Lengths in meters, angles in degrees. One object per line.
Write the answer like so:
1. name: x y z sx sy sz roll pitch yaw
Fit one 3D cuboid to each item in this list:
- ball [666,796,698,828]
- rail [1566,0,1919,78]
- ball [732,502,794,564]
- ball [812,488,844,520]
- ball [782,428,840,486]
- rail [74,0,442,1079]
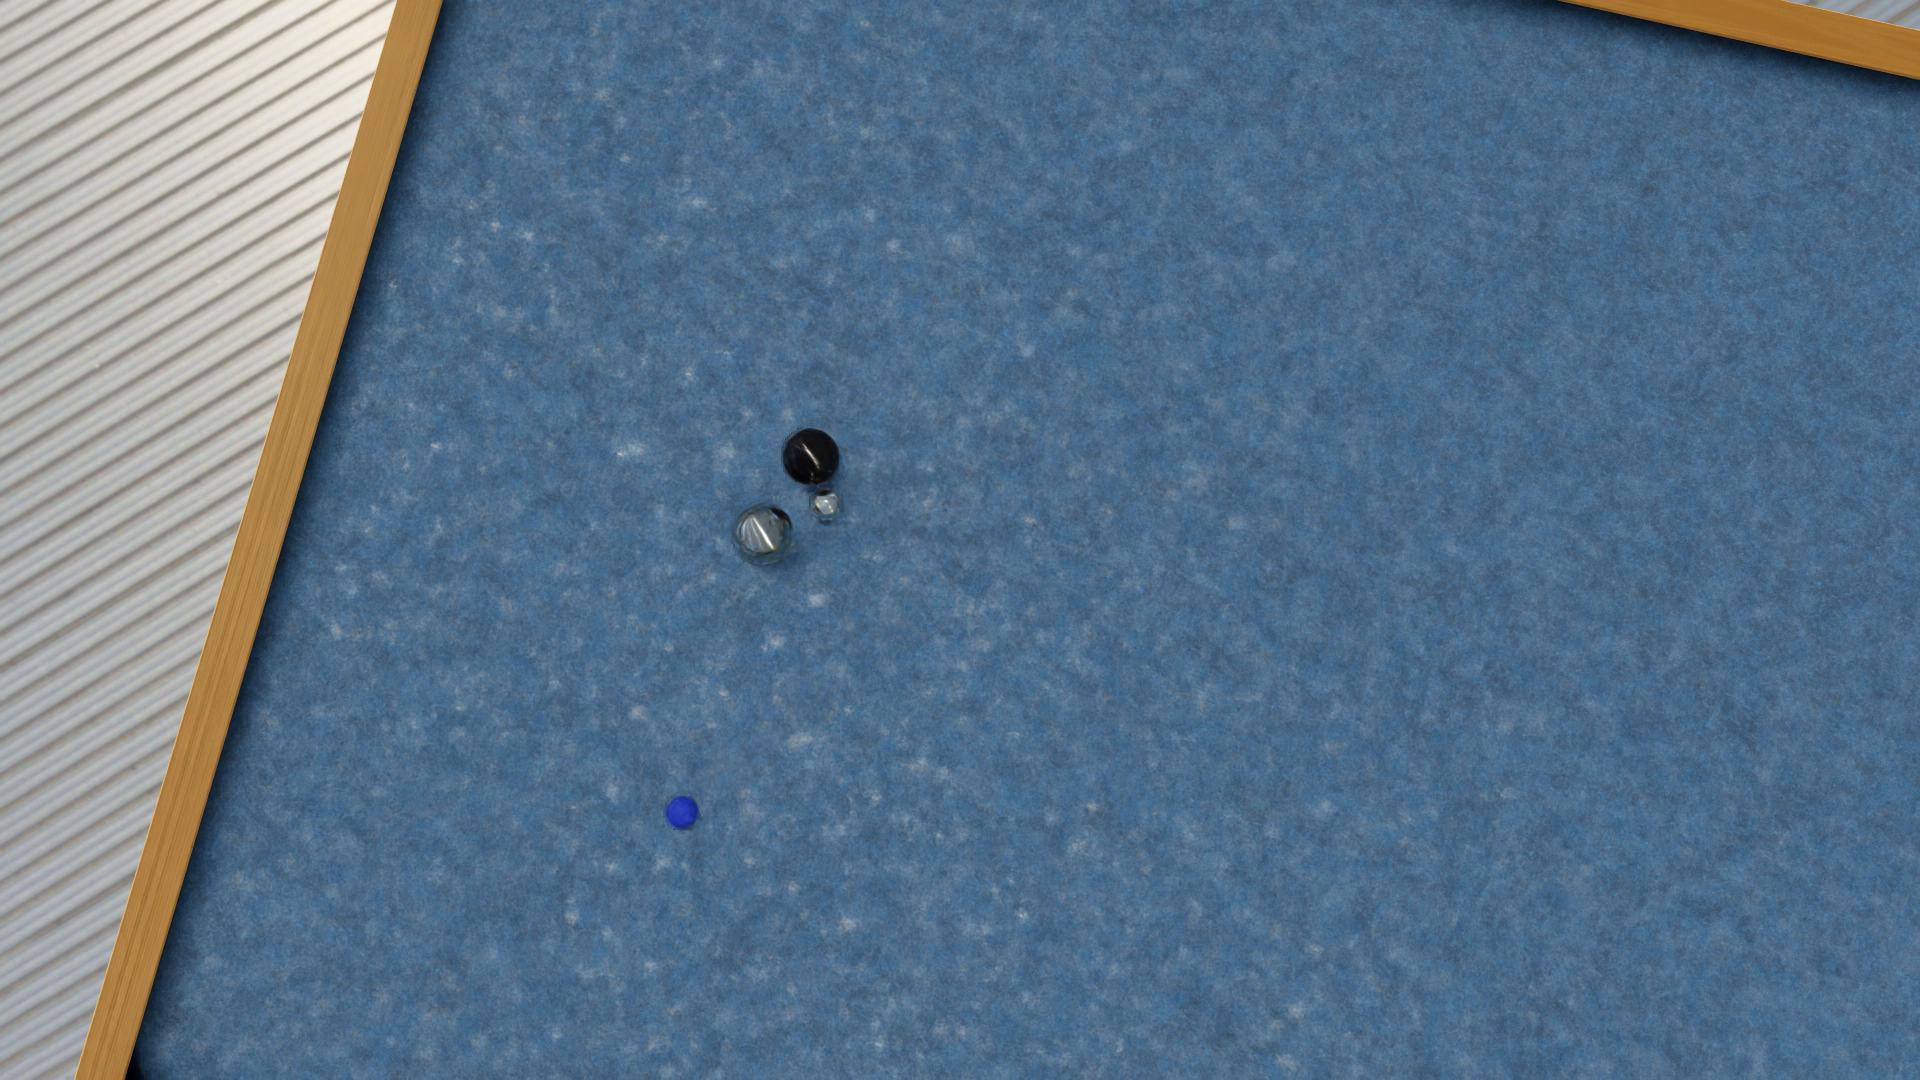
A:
1. ball: -0.407 0.399 3.225 0.048 0.048 0.048 0 80 0
2. rail: 1.236 -0.788 3.396 4.080 0.129 0.045 13 80 2
3. ball: -0.292 -0.009 3.276 0.092 0.092 0.092 0 80 0
4. ball: -0.199 -0.054 3.306 0.049 0.049 0.049 0 80 0
5. ball: -0.223 -0.124 3.299 0.087 0.087 0.087 0 80 0
6. rail: -0.970 -0.231 3.296 0.045 0.129 2.162 13 80 2
